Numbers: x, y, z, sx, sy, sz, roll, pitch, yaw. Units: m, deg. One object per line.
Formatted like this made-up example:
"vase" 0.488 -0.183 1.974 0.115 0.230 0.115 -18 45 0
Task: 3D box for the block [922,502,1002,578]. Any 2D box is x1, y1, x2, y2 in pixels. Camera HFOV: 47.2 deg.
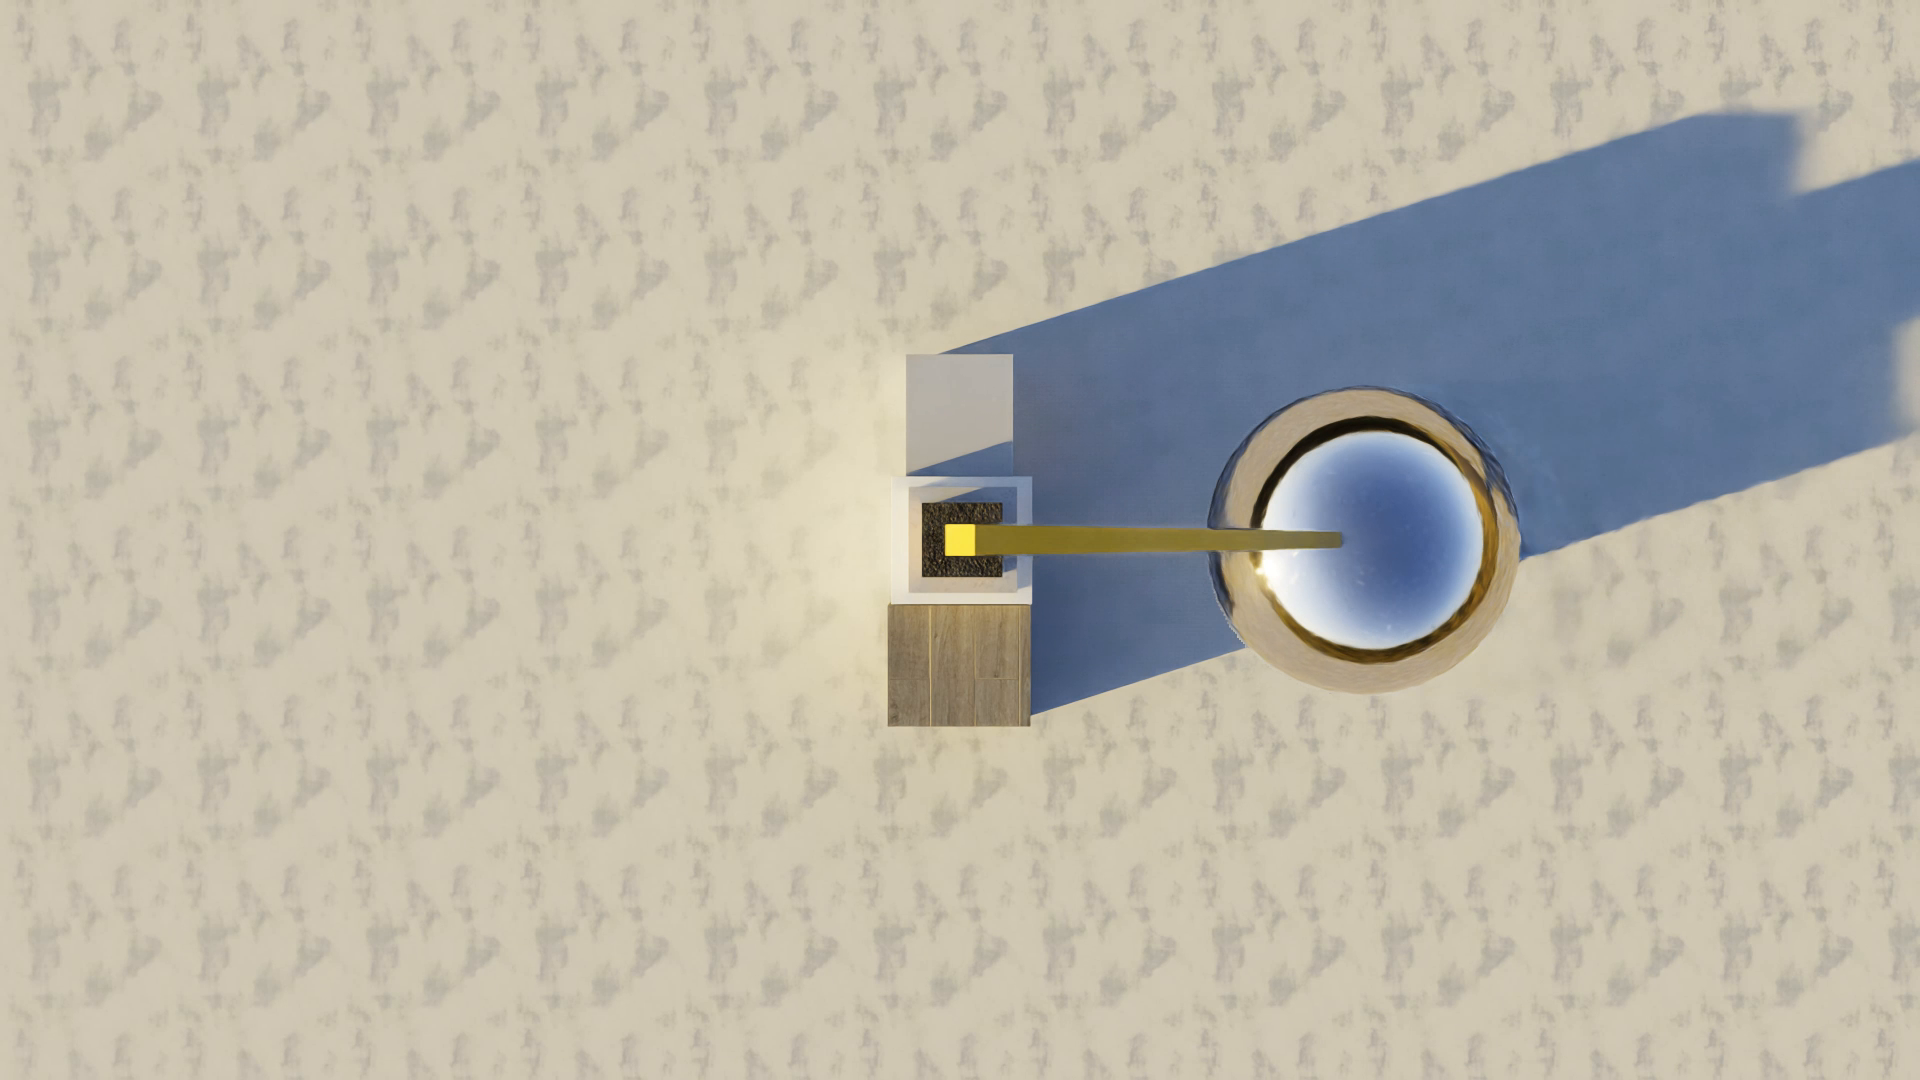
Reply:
"block" 0.011 0.000 11.081 0.401 0.389 0.370 0 90 0

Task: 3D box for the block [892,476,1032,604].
"block" 0.010 0.002 12.586 0.778 0.829 0.707 0 90 0

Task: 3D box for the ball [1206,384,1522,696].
"ball" 2.074 0.000 11.362 1.600 1.600 1.600 0 90 0

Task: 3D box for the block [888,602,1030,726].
"block" -0.005 0.706 12.664 0.803 0.673 0.681 0 90 0

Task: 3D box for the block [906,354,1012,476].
"block" -0.003 -0.704 12.696 0.604 0.608 0.685 0 90 0

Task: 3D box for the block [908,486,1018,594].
"block" 0.014 0.000 11.905 0.577 0.533 0.563 0 90 0

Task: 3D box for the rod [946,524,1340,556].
"rod" 0.899 0.000 8.171 0.080 5.200 0.080 0 90 20
